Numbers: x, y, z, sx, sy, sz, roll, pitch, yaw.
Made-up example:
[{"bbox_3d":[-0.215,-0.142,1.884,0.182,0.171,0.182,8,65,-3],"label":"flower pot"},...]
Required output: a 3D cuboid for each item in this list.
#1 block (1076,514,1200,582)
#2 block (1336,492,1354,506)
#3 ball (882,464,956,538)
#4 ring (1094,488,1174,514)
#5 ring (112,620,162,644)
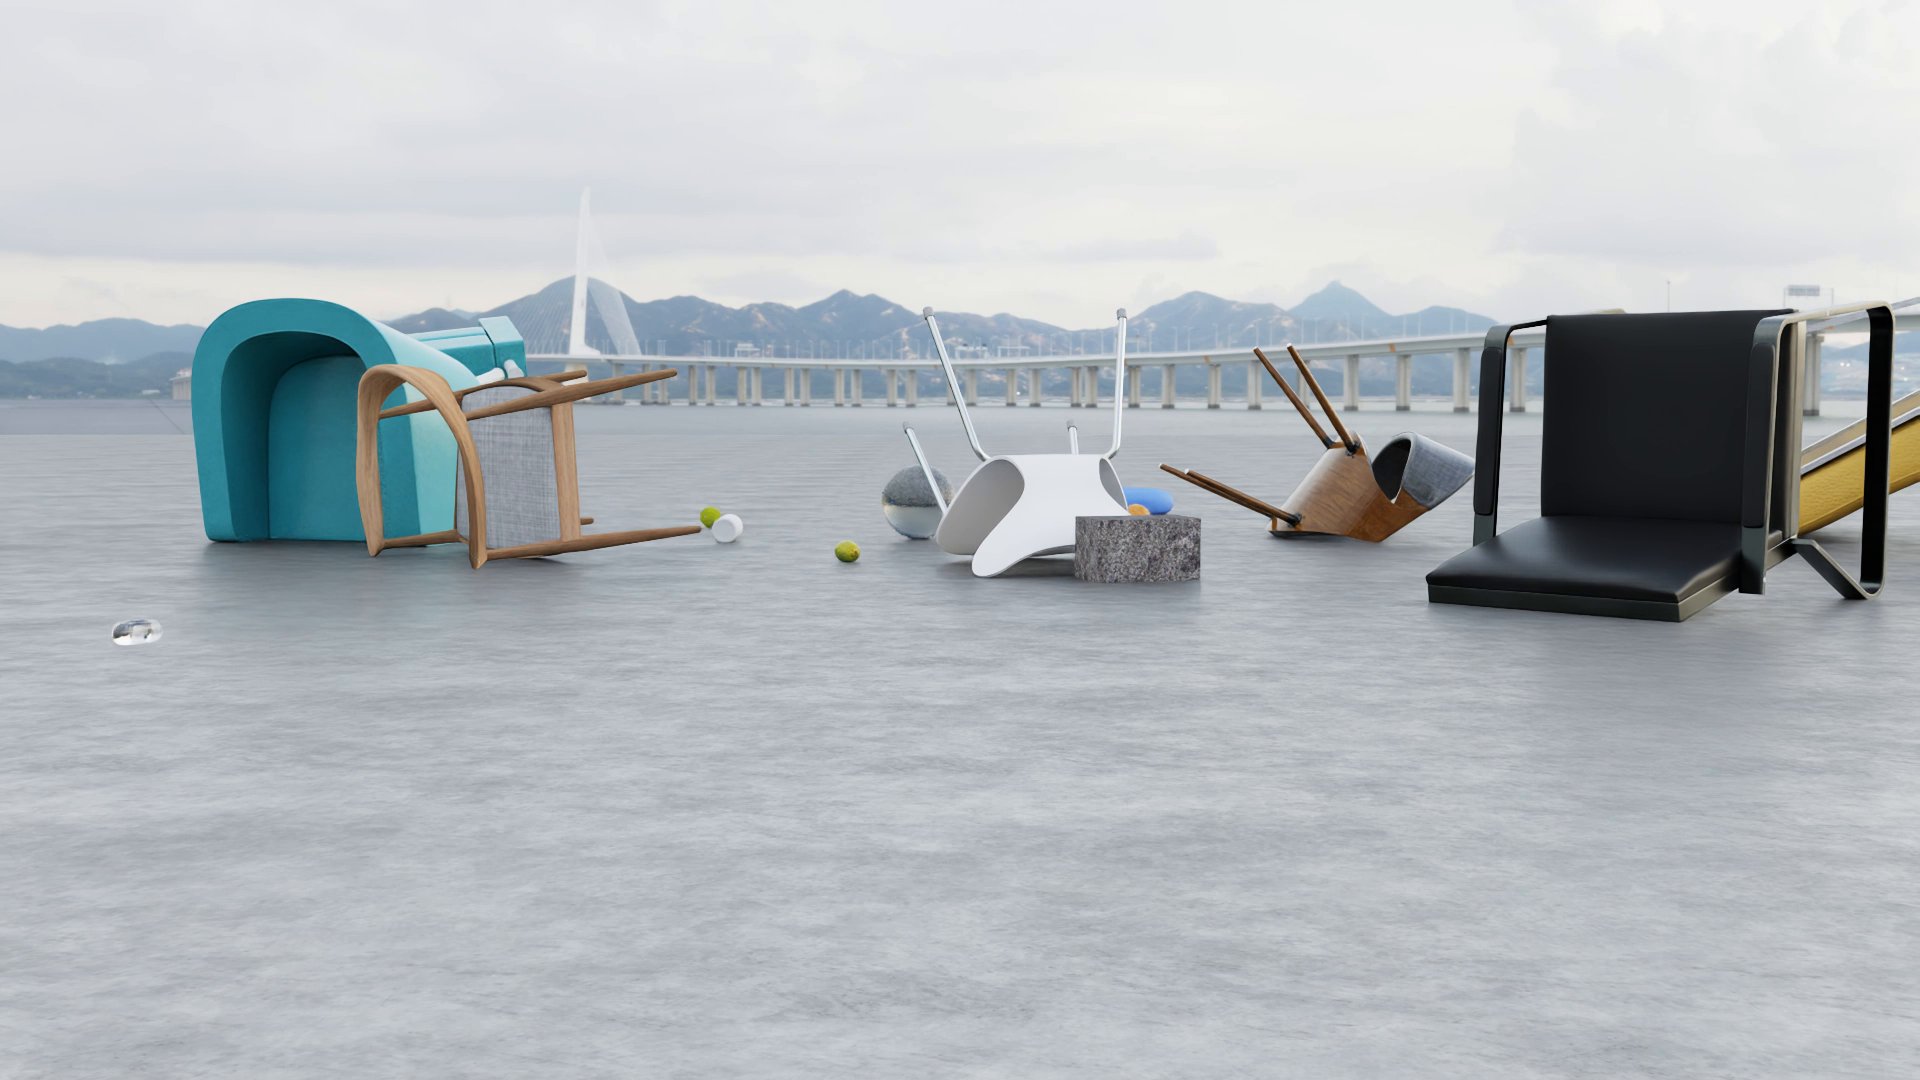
[{"bbox_3d":[0.420,0.019,5.202,0.255,0.146,0.162,-1,4,-16],"label":"block"},{"bbox_3d":[1.483,-0.157,8.460,0.043,0.052,0.059,-3,5,-35],"label":"block"},{"bbox_3d":[-0.123,-0.115,6.589,0.223,0.223,0.223,0,4,0],"label":"ball"},{"bbox_3d":[0.626,-0.139,7.936,0.297,0.090,0.225,3,6,23],"label":"ring"},{"bbox_3d":[-1.457,0.163,3.897,0.049,0.039,0.113,3,4,22],"label":"ring"}]
